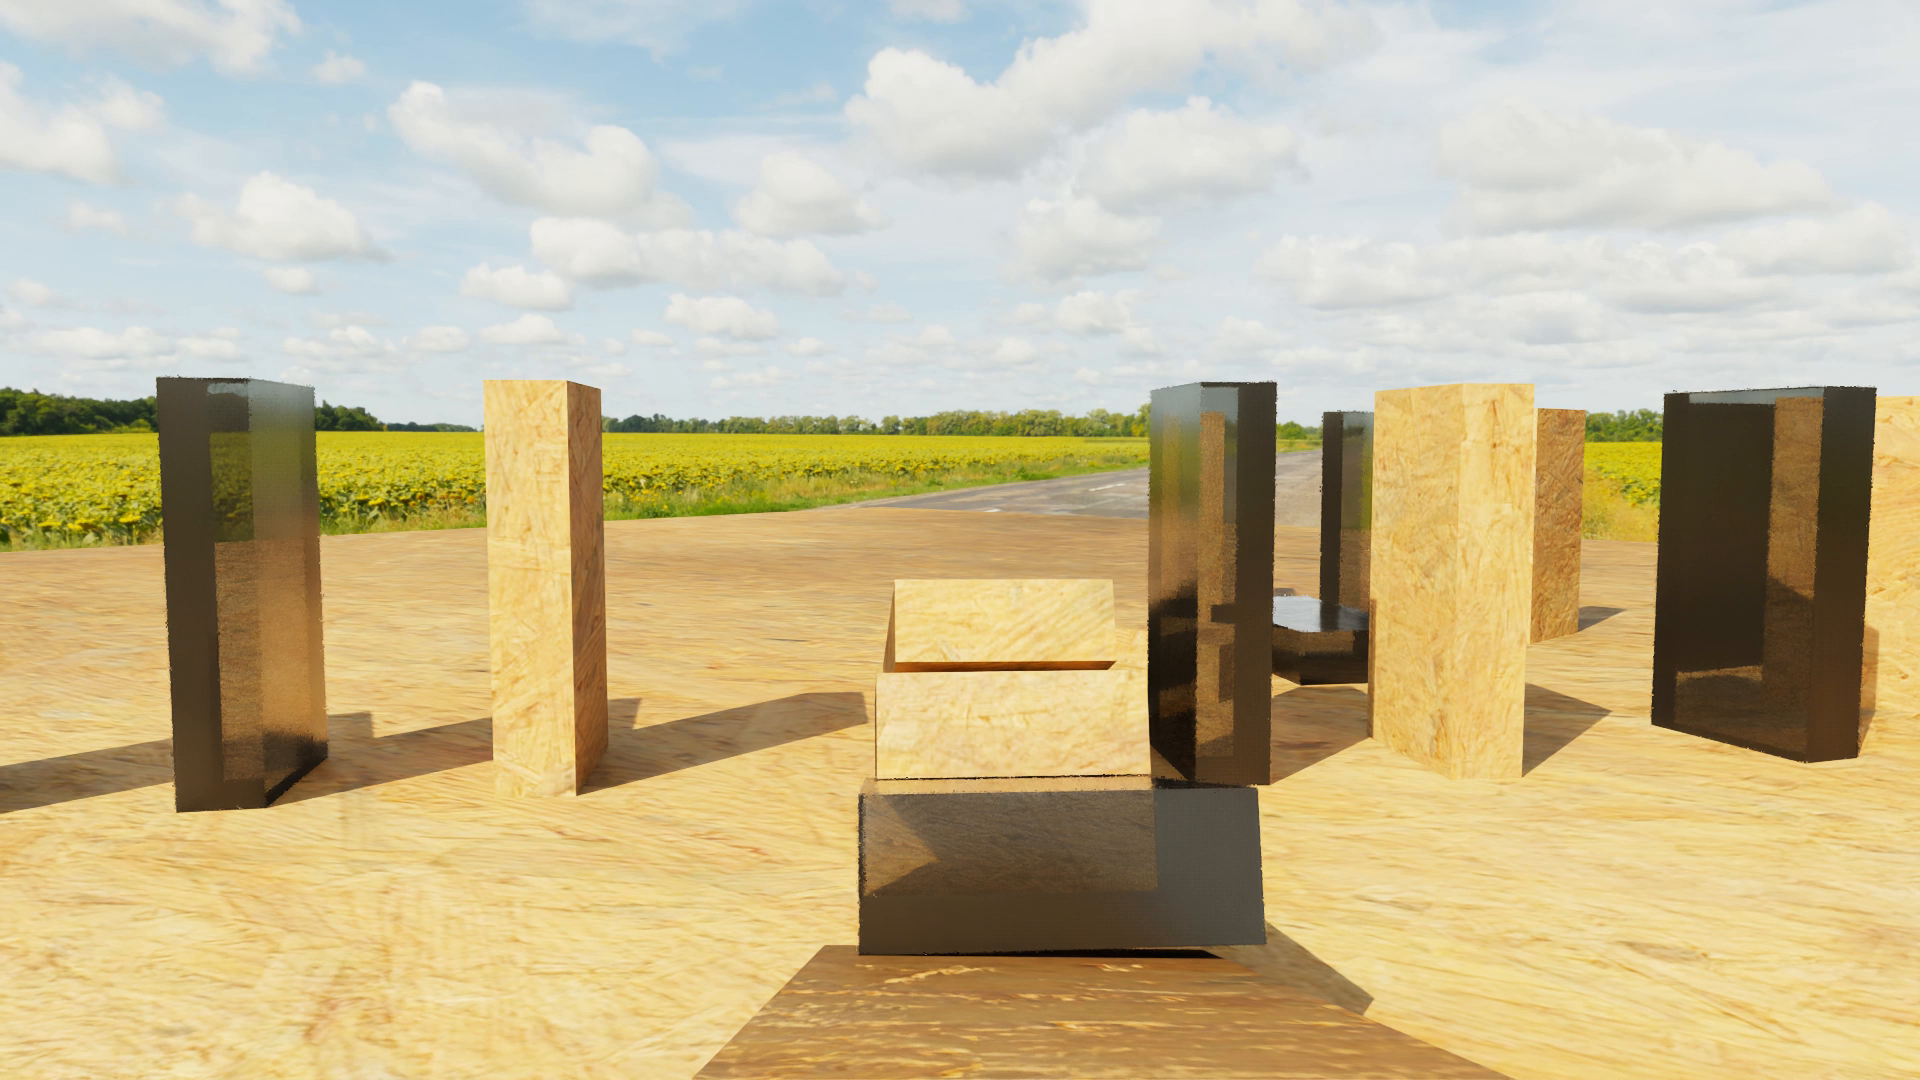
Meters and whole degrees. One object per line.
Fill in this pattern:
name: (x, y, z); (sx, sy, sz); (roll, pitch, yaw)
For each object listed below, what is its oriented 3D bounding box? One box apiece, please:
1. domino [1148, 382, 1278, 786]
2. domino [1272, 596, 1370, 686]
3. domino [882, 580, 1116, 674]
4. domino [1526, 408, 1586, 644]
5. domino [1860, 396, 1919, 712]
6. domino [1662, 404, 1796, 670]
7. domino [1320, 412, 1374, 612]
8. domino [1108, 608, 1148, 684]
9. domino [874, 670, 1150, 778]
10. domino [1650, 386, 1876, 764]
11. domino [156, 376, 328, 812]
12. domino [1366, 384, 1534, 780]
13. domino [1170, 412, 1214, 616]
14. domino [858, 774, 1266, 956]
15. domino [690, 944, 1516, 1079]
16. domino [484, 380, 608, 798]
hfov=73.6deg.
domino: (0.033, 0.005, 0.170); (0.010, 0.050, 0.025); (0, 4, -6)
domino: (0.068, 0.019, 0.252); (0.025, 0.009, 0.050); (-1, 4, -11)
domino: (0.003, 0.016, 0.169); (0.025, 0.009, 0.050); (0, -17, -5)
domino: (0.127, -0.004, 0.283); (0.025, 0.050, 0.009); (-4, 6, -43)
domino: (0.150, 0.002, 0.208); (0.025, 0.050, 0.010); (3, 5, 31)
domino: (0.150, -0.001, 0.248); (0.025, 0.050, 0.009); (-2, 5, -22)
domino: (0.096, -0.006, 0.310); (0.009, 0.050, 0.025); (3, 5, 34)
domino: (0.030, 0.019, 0.245); (0.050, 0.010, 0.025); (3, 5, 38)
domino: (0.003, 0.021, 0.142); (0.025, 0.010, 0.050); (0, -10, -4)
domino: (0.113, 0.004, 0.182); (0.009, 0.050, 0.025); (-1, 5, -18)
domino: (-0.088, 0.006, 0.159); (0.009, 0.050, 0.025); (-1, 4, -11)
domino: (0.066, 0.005, 0.174); (0.010, 0.050, 0.025); (0, 4, -7)
domino: (0.059, -0.007, 0.326); (0.009, 0.050, 0.025); (1, 4, 11)
domino: (0.005, 0.024, 0.104); (0.025, 0.010, 0.050); (0, -9, -4)
domino: (0.004, 0.026, 0.059); (0.025, 0.010, 0.050); (1, -13, -1)
domino: (-0.053, 0.005, 0.165); (0.010, 0.050, 0.025); (0, 4, -7)
